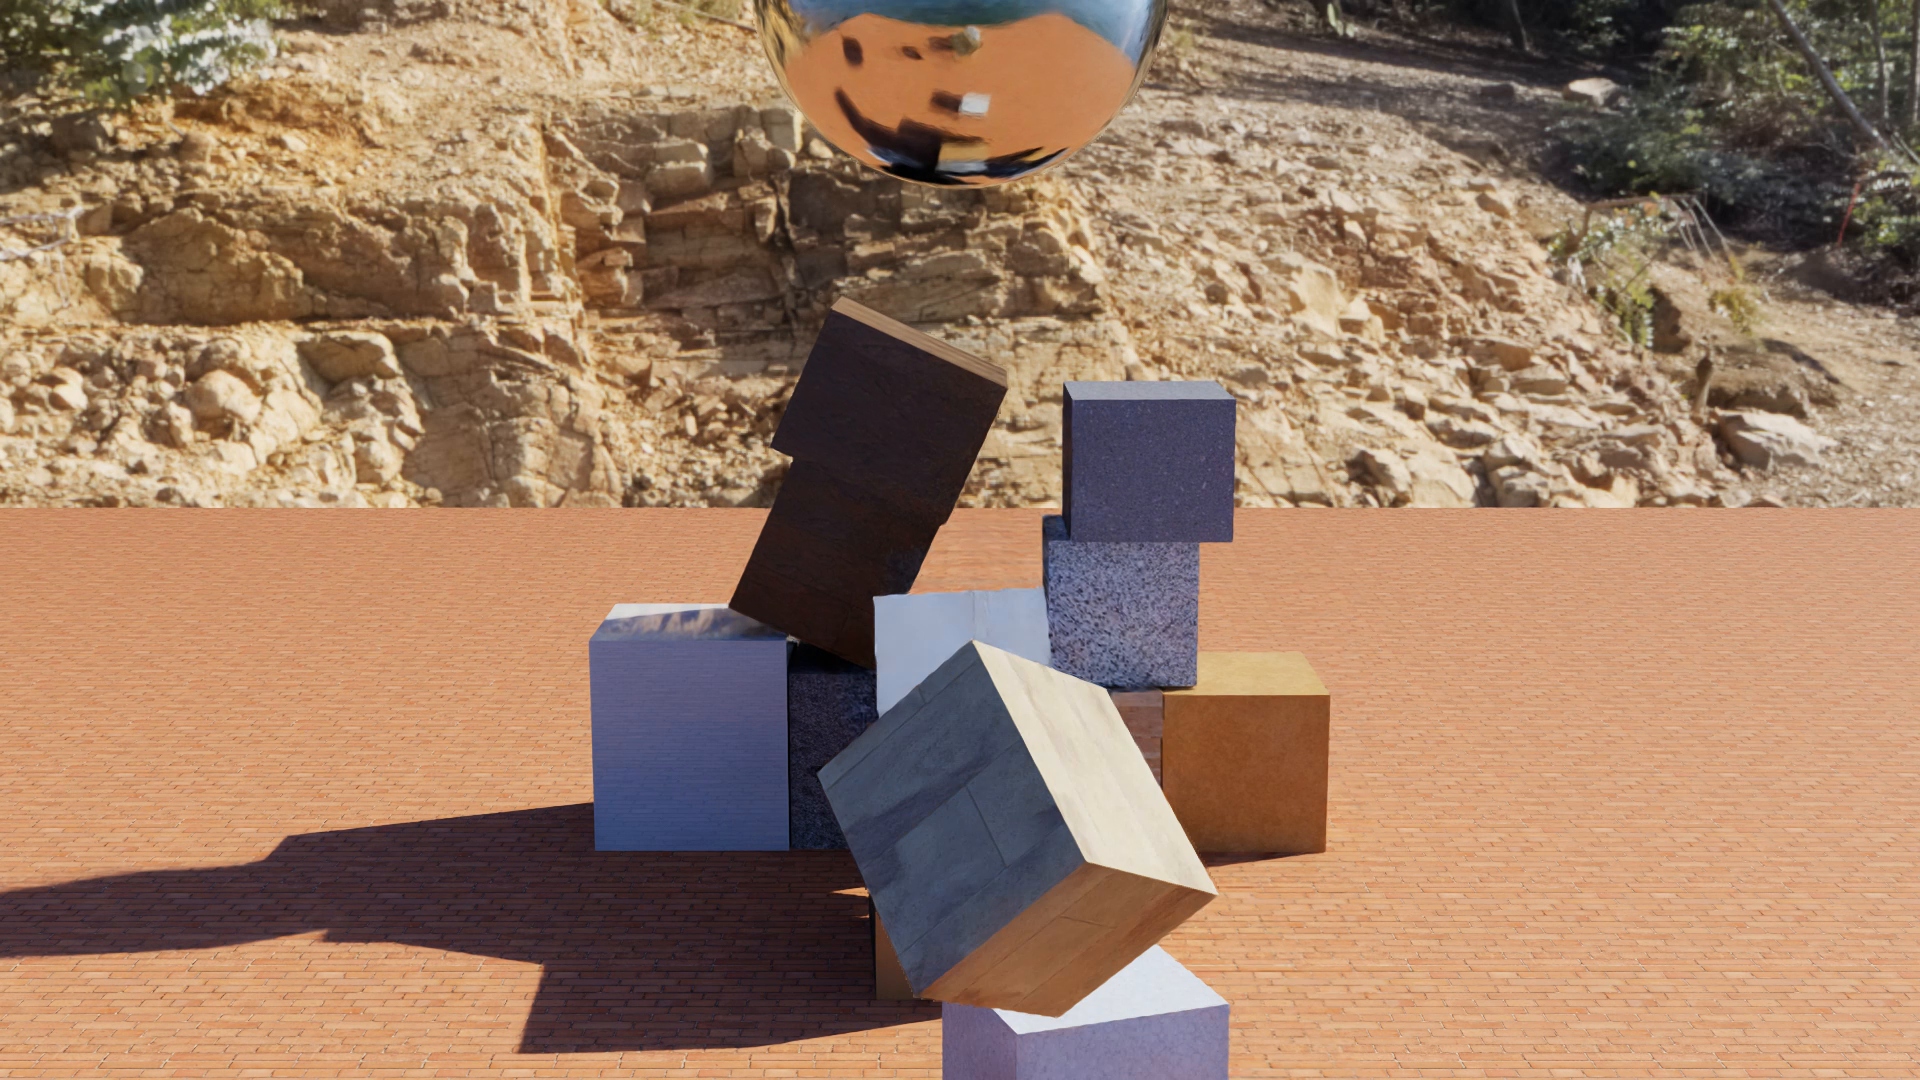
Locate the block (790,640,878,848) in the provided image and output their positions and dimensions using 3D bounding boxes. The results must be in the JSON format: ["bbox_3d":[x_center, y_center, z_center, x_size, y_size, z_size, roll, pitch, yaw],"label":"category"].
[{"bbox_3d":[-0.388,1.029,11.384,0.915,0.903,0.871,0,10,0],"label":"block"}]

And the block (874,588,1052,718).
[{"bbox_3d":[0.020,0.733,10.375,0.804,0.723,0.679,-3,51,-1],"label":"block"}]

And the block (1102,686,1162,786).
[{"bbox_3d":[0.538,1.069,11.381,0.917,0.824,0.983,0,10,0],"label":"block"}]

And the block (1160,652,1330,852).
[{"bbox_3d":[1.417,1.080,11.366,0.821,0.809,0.915,0,10,0],"label":"block"}]

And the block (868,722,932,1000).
[{"bbox_3d":[0.074,1.357,9.529,0.914,0.920,1.003,-1,10,-4],"label":"block"}]

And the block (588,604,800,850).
[{"bbox_3d":[-1.341,0.947,11.346,0.971,1.077,0.883,0,10,0],"label":"block"}]

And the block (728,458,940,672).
[{"bbox_3d":[-0.618,0.057,11.192,0.786,0.826,0.736,24,10,-4],"label":"block"}]

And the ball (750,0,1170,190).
[{"bbox_3d":[0.000,-2.146,8.375,1.600,1.600,1.600,0,10,0],"label":"ball"}]

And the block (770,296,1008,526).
[{"bbox_3d":[-0.343,-0.667,11.069,0.938,0.739,0.859,24,10,-4],"label":"block"}]

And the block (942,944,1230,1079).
[{"bbox_3d":[0.415,1.834,7.560,0.754,0.686,0.733,-4,11,-19],"label":"block"}]

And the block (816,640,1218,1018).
[{"bbox_3d":[0.143,0.750,5.617,0.612,0.567,0.675,23,32,-50],"label":"block"}]

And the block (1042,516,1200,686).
[{"bbox_3d":[0.806,0.299,11.255,0.745,0.737,0.747,0,10,0],"label":"block"}]

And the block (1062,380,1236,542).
[{"bbox_3d":[0.938,-0.409,11.124,0.795,0.703,0.825,0,10,-1],"label":"block"}]
